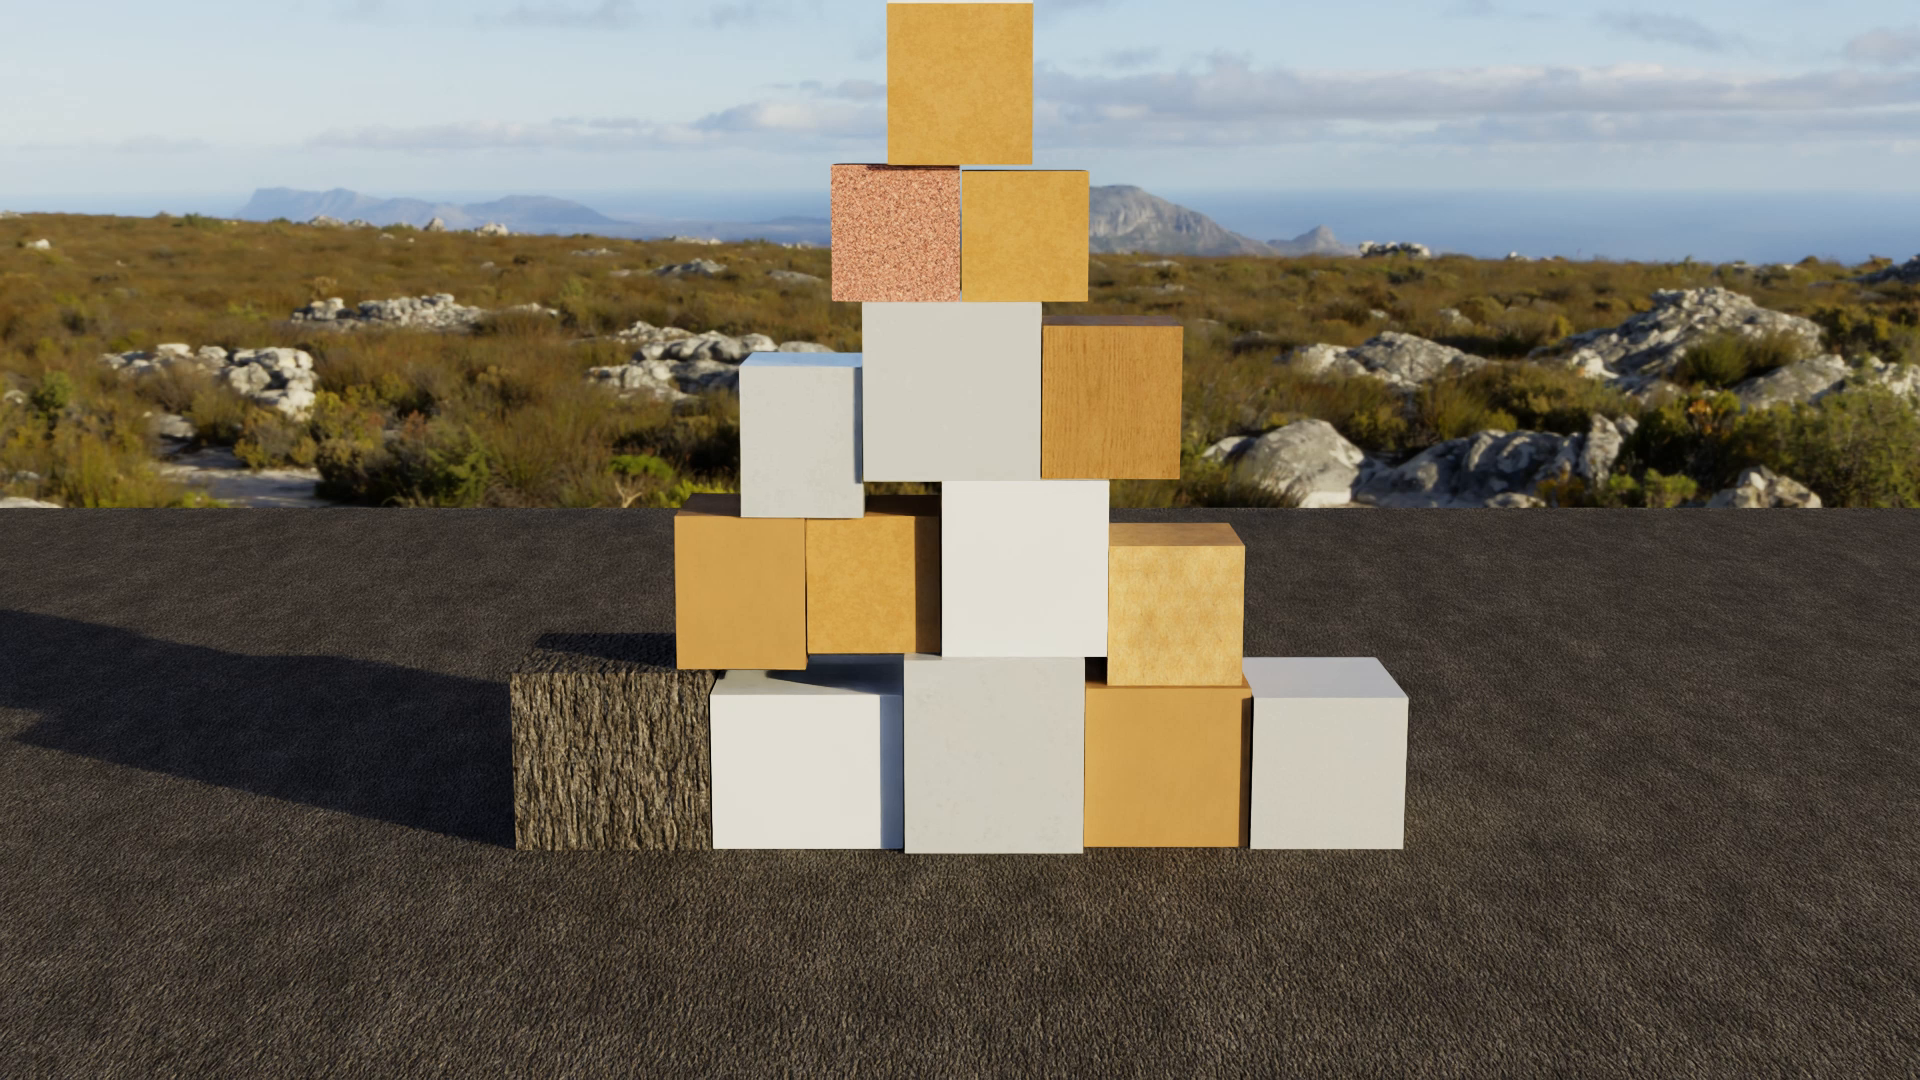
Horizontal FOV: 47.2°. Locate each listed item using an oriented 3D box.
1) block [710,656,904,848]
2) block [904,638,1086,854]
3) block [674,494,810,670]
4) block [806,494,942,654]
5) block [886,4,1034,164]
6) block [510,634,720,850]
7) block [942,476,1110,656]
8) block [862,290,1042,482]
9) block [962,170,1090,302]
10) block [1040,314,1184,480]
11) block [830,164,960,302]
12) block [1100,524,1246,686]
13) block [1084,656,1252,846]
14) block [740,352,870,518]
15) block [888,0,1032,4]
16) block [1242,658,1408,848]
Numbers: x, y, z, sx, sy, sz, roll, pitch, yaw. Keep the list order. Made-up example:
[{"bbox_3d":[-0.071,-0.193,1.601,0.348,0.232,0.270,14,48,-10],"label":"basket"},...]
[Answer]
[{"bbox_3d":[-0.763,1.083,11.391,0.954,0.794,0.850,0,10,0],"label":"block"},{"bbox_3d":[0.169,0.992,11.347,0.889,0.987,0.947,0,10,0],"label":"block"},{"bbox_3d":[-1.086,0.200,11.227,0.640,0.770,0.717,0,10,0],"label":"block"},{"bbox_3d":[-0.430,0.163,11.226,0.661,0.689,0.676,0,10,0],"label":"block"},{"bbox_3d":[0.000,-2.224,10.784,0.689,0.749,0.791,0,10,0],"label":"block"},{"bbox_3d":[-1.736,1.026,11.379,0.973,0.911,0.899,0,10,0],"label":"block"},{"bbox_3d":[0.320,0.072,11.202,0.814,0.876,0.824,0,10,0],"label":"block"},{"bbox_3d":[-0.039,-0.789,11.057,0.861,0.869,0.846,0,10,0],"label":"block"},{"bbox_3d":[0.314,-1.515,10.887,0.610,0.620,0.619,0,10,0],"label":"block"},{"bbox_3d":[0.742,-0.729,11.060,0.677,0.750,0.671,0,10,0],"label":"block"},{"bbox_3d":[-0.310,-1.536,10.916,0.618,0.651,0.676,0,10,0],"label":"block"},{"bbox_3d":[1.073,0.319,11.258,0.672,0.707,0.670,0,10,0],"label":"block"},{"bbox_3d":[1.036,1.074,11.368,0.825,0.819,0.750,0,10,0],"label":"block"},{"bbox_3d":[-0.772,-0.538,11.069,0.599,0.743,0.716,0,10,0],"label":"block"},{"bbox_3d":[0.000,-2.962,10.644,0.683,0.754,0.734,0,10,0],"label":"block"},{"bbox_3d":[1.841,1.089,11.393,0.765,0.781,0.865,0,10,0],"label":"block"}]
